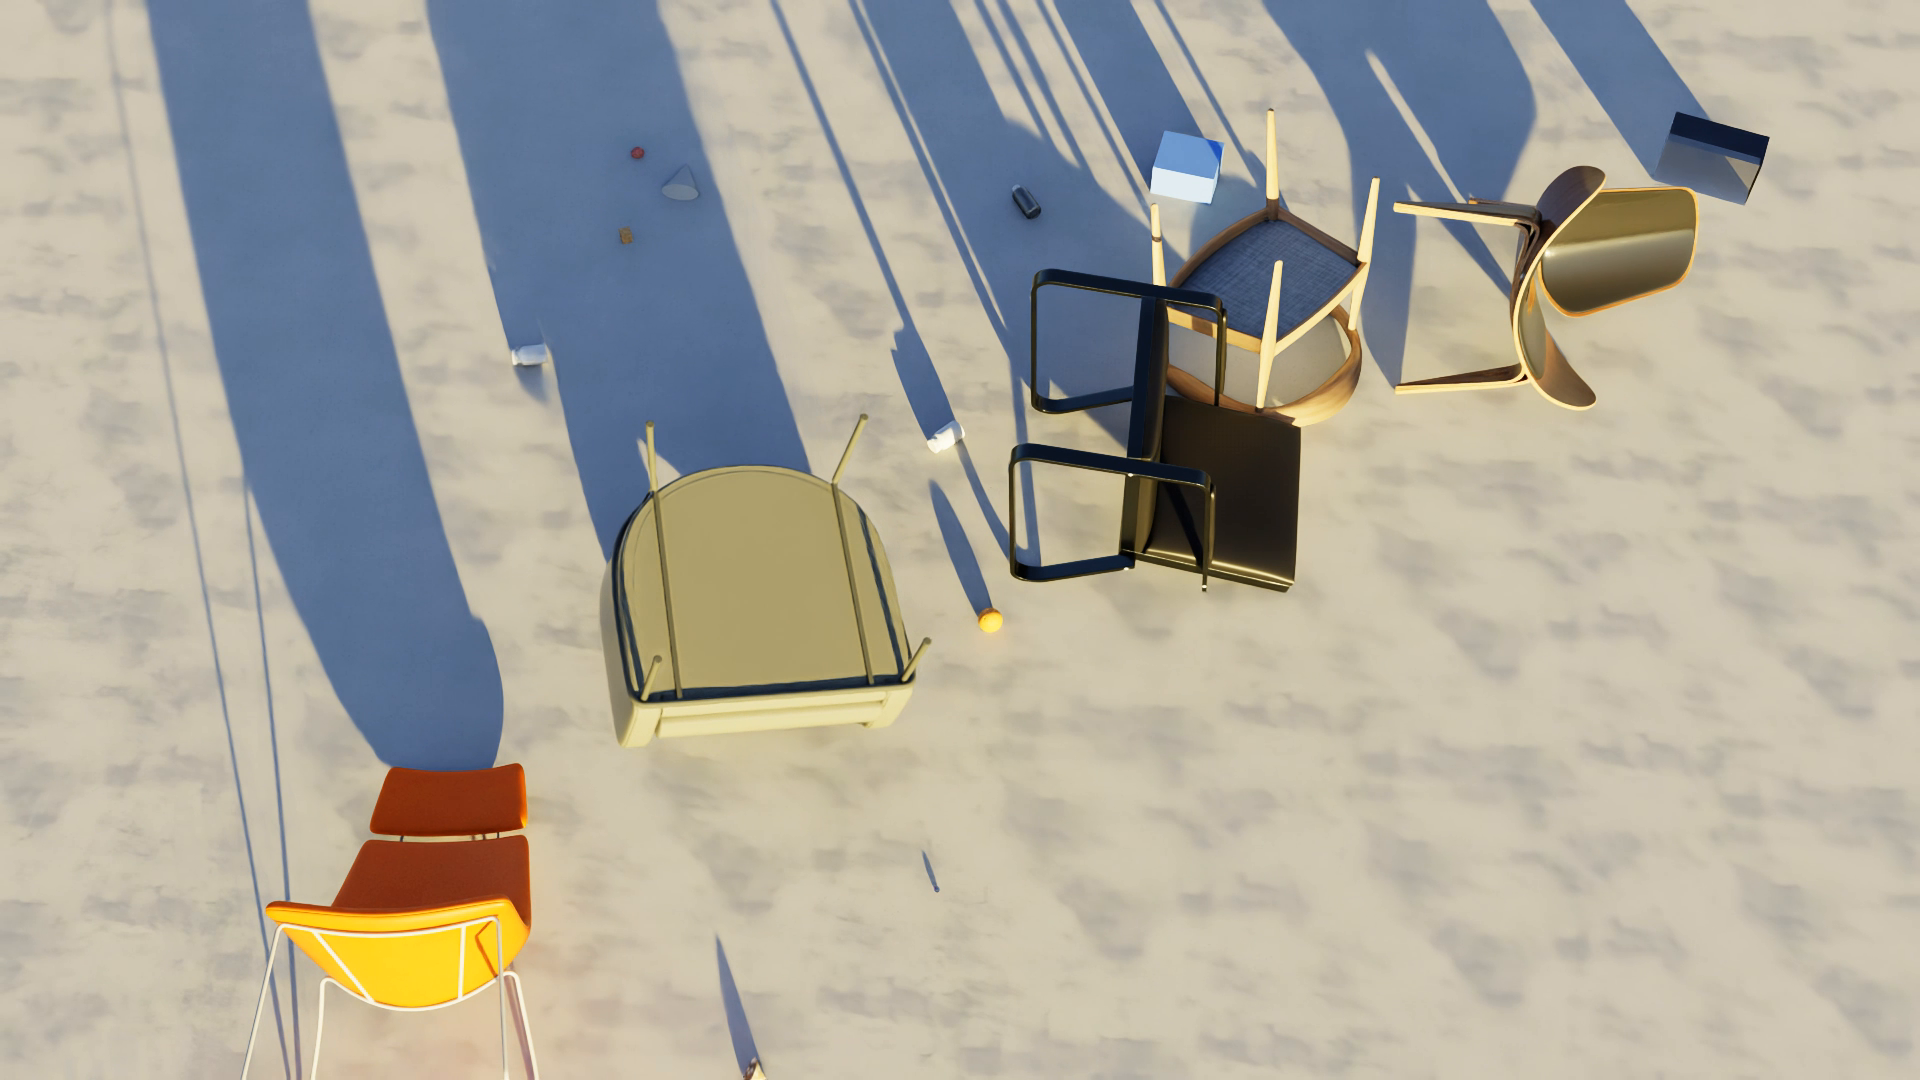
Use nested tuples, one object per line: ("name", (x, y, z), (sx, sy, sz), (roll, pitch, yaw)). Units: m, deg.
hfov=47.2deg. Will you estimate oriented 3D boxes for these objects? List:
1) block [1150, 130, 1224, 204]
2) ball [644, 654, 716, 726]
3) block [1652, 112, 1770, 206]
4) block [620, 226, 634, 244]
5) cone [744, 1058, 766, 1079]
("block", (0.759, -1.241, 7.333), (0.205, 0.123, 0.173), (13, 57, 9))
("ball", (-0.785, 0.423, 6.168), (0.203, 0.203, 0.203), (0, 56, 0))
("block", (2.495, -1.267, 7.310), (0.310, 0.190, 0.140), (19, 58, 12))
("block", (-1.097, -1.000, 7.221), (0.035, 0.040, 0.033), (-18, 58, -12))
("cone", (-0.517, 1.372, 5.638), (0.048, 0.060, 0.075), (31, 57, -20))
